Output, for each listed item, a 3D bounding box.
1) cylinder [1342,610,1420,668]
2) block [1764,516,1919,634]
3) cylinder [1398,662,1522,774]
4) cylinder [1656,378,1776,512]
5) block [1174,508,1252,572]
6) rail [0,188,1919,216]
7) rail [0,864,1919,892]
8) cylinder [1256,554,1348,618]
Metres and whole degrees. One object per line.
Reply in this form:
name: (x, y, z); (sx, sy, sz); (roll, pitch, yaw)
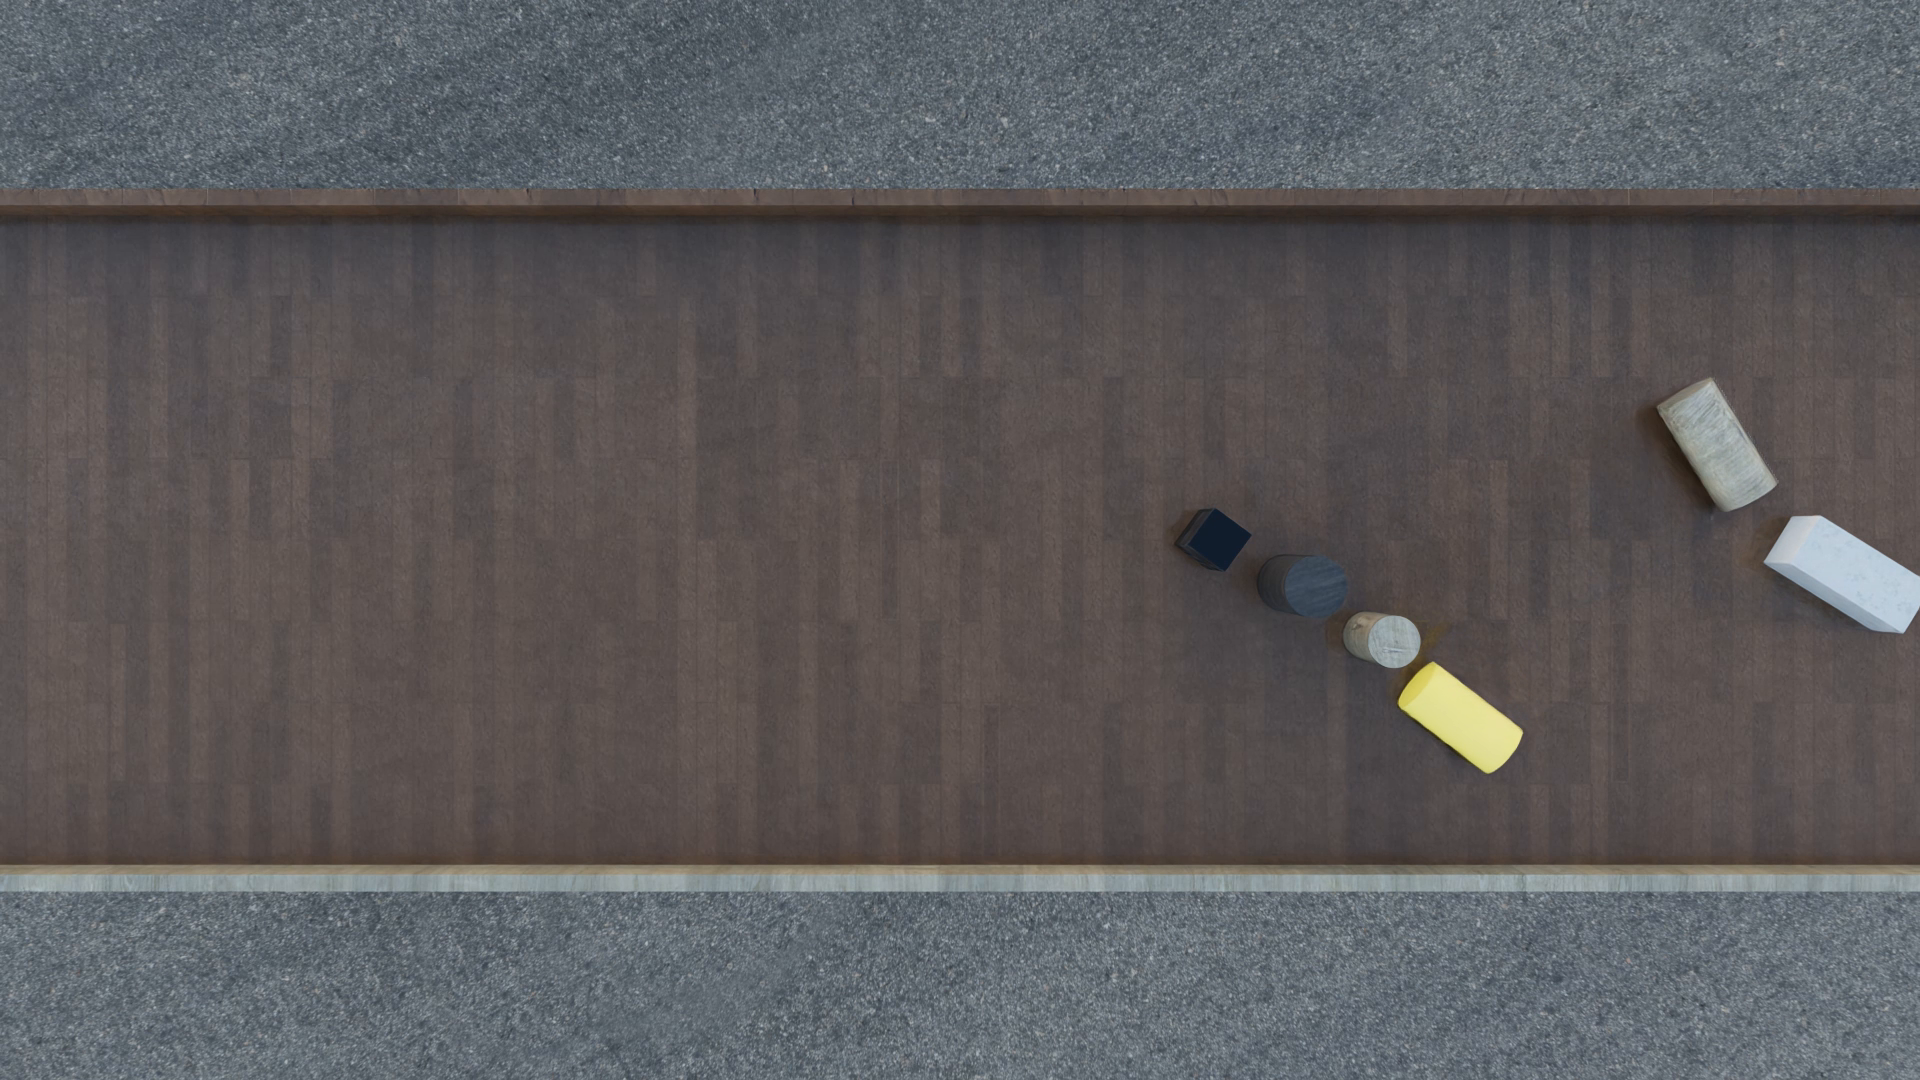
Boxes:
cylinder: (1.254, 0.294, 4.920); (0.152, 0.313, 0.152); (0, 90, 0)
block: (2.684, 0.103, 4.992); (0.395, 0.168, 0.168); (32, 90, 0)
cylinder: (1.513, 0.537, 4.991); (0.326, 0.172, 0.172); (38, 90, 0)
cylinder: (2.286, -0.286, 4.987); (0.178, 0.178, 0.367); (-32, 90, 0)
block: (0.750, -0.001, 4.917); (0.132, 0.319, 0.132); (36, 90, 0)
rail: (-2.247, -1.025, 5.002); (12.000, 0.150, 0.050); (0, 90, 0)
rail: (-2.247, 1.025, 5.001); (12.000, 0.150, 0.050); (0, 90, 0)
cylinder: (1.002, 0.132, 4.860); (0.178, 0.433, 0.178); (0, 90, 0)
